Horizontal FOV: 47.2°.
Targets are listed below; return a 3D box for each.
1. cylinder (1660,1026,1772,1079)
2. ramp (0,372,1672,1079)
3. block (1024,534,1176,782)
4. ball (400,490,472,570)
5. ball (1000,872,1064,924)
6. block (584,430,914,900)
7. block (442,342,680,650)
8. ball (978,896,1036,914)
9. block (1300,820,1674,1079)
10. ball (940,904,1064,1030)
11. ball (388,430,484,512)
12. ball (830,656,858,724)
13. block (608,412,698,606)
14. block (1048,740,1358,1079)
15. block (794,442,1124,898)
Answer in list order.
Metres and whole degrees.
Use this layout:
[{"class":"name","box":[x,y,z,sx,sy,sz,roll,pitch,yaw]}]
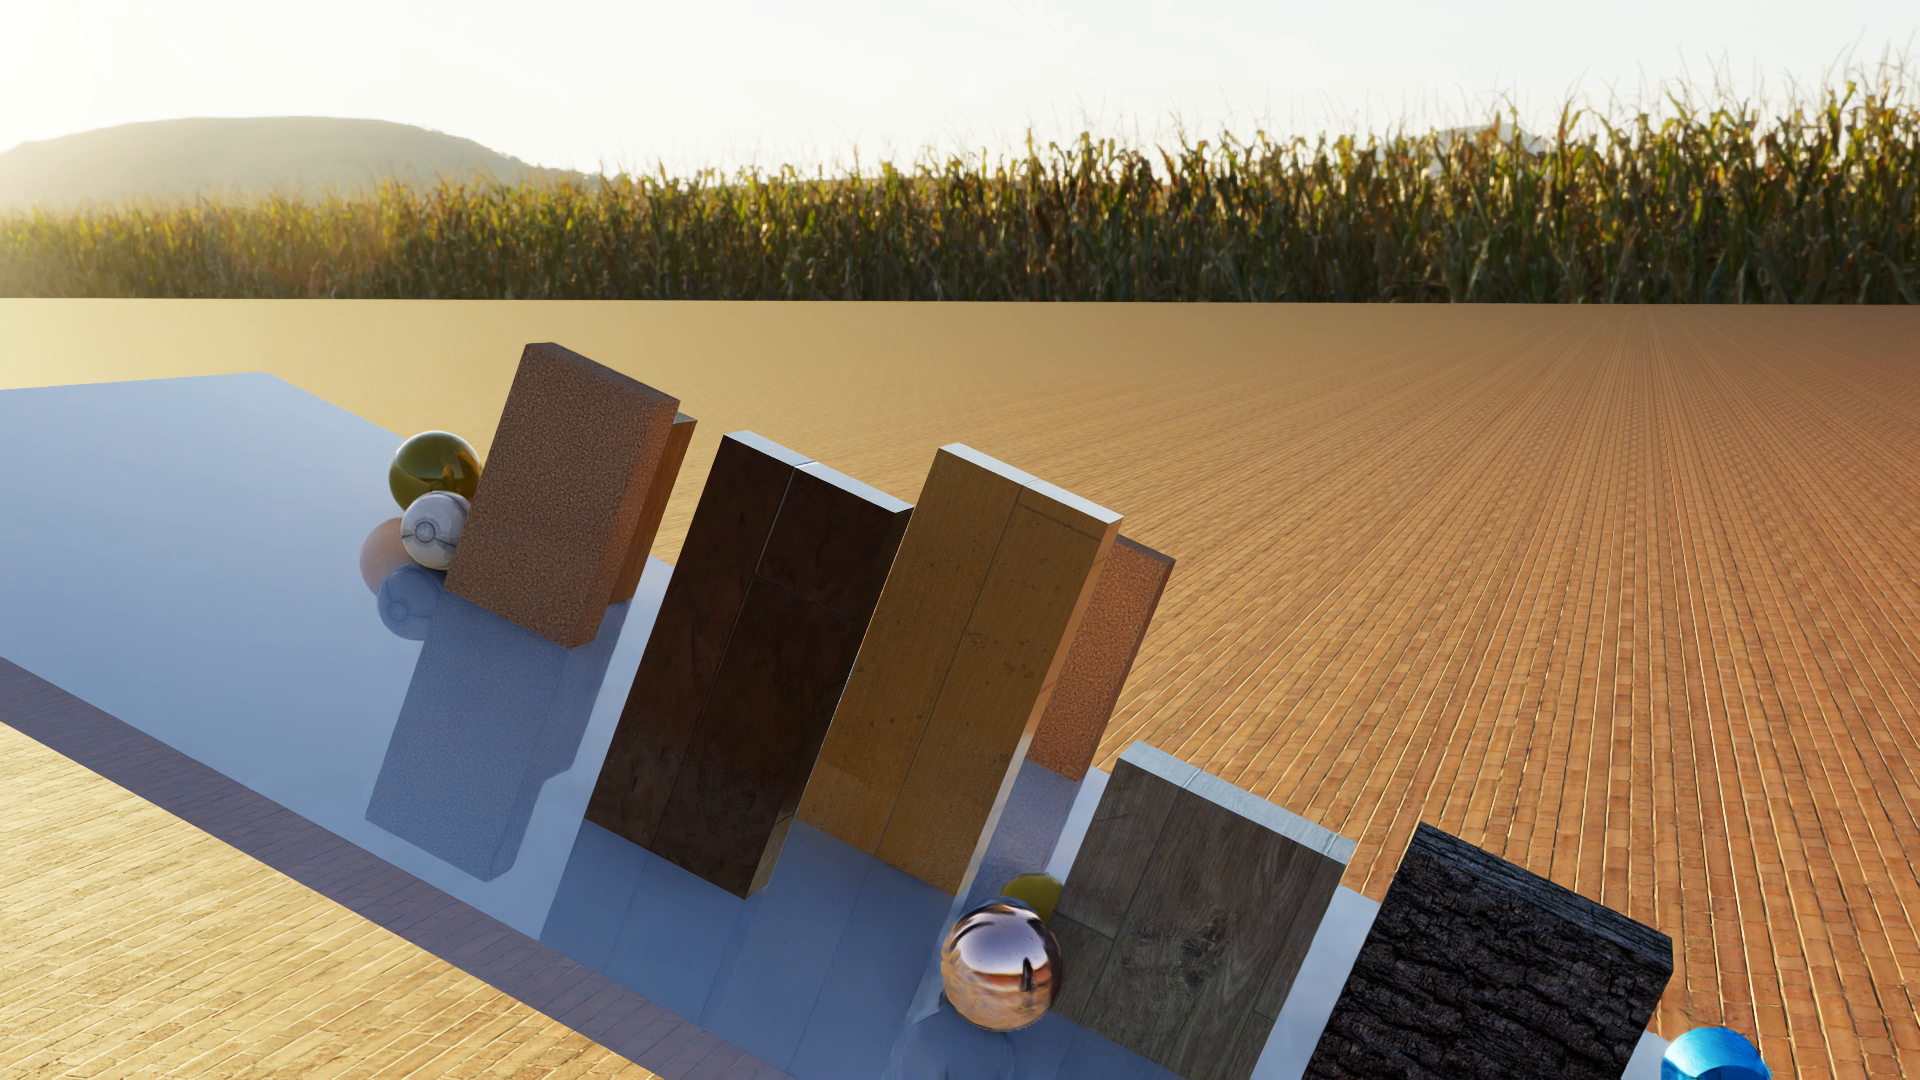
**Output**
[{"class":"cylinder","box":[1.469,1.068,4.244,0.195,0.195,0.195,1,9,9]},{"class":"ramp","box":[-0.306,0.542,4.194,4.000,0.100,2.000,25,13,13]},{"class":"block","box":[0.202,0.215,4.932,0.379,0.535,0.099,25,13,13]},{"class":"ball","box":[-1.091,-0.021,4.627,0.167,0.167,0.167,0,7,0]},{"class":"ball","box":[0.133,0.659,3.888,0.140,0.140,0.140,0,7,0]},{"class":"block","box":[-0.356,0.208,3.660,0.316,0.707,0.102,25,13,13]},{"class":"block","box":[-0.819,-0.093,4.511,0.309,0.545,0.116,25,13,13]},{"class":"ball","box":[0.077,0.672,3.748,0.129,0.129,0.129,0,7,0]},{"class":"block","box":[0.648,0.779,2.988,0.361,0.687,0.148,25,13,13]},{"class":"ball","box":[0.067,0.685,3.536,0.199,0.199,0.199,0,7,0]},{"class":"ball","box":[-1.167,-0.140,4.899,0.208,0.208,0.208,0,7,0]},{"class":"ball","box":[-0.216,0.331,4.582,0.178,0.178,0.178,0,7,0]},{"class":"block","box":[-0.844,-0.135,4.889,0.372,0.436,0.142,25,13,13]},{"class":"block","box":[0.380,0.635,3.683,0.406,0.451,0.145,25,13,13]},{"class":"block","box":[-0.006,0.236,4.018,0.336,0.749,0.121,25,13,13]}]
